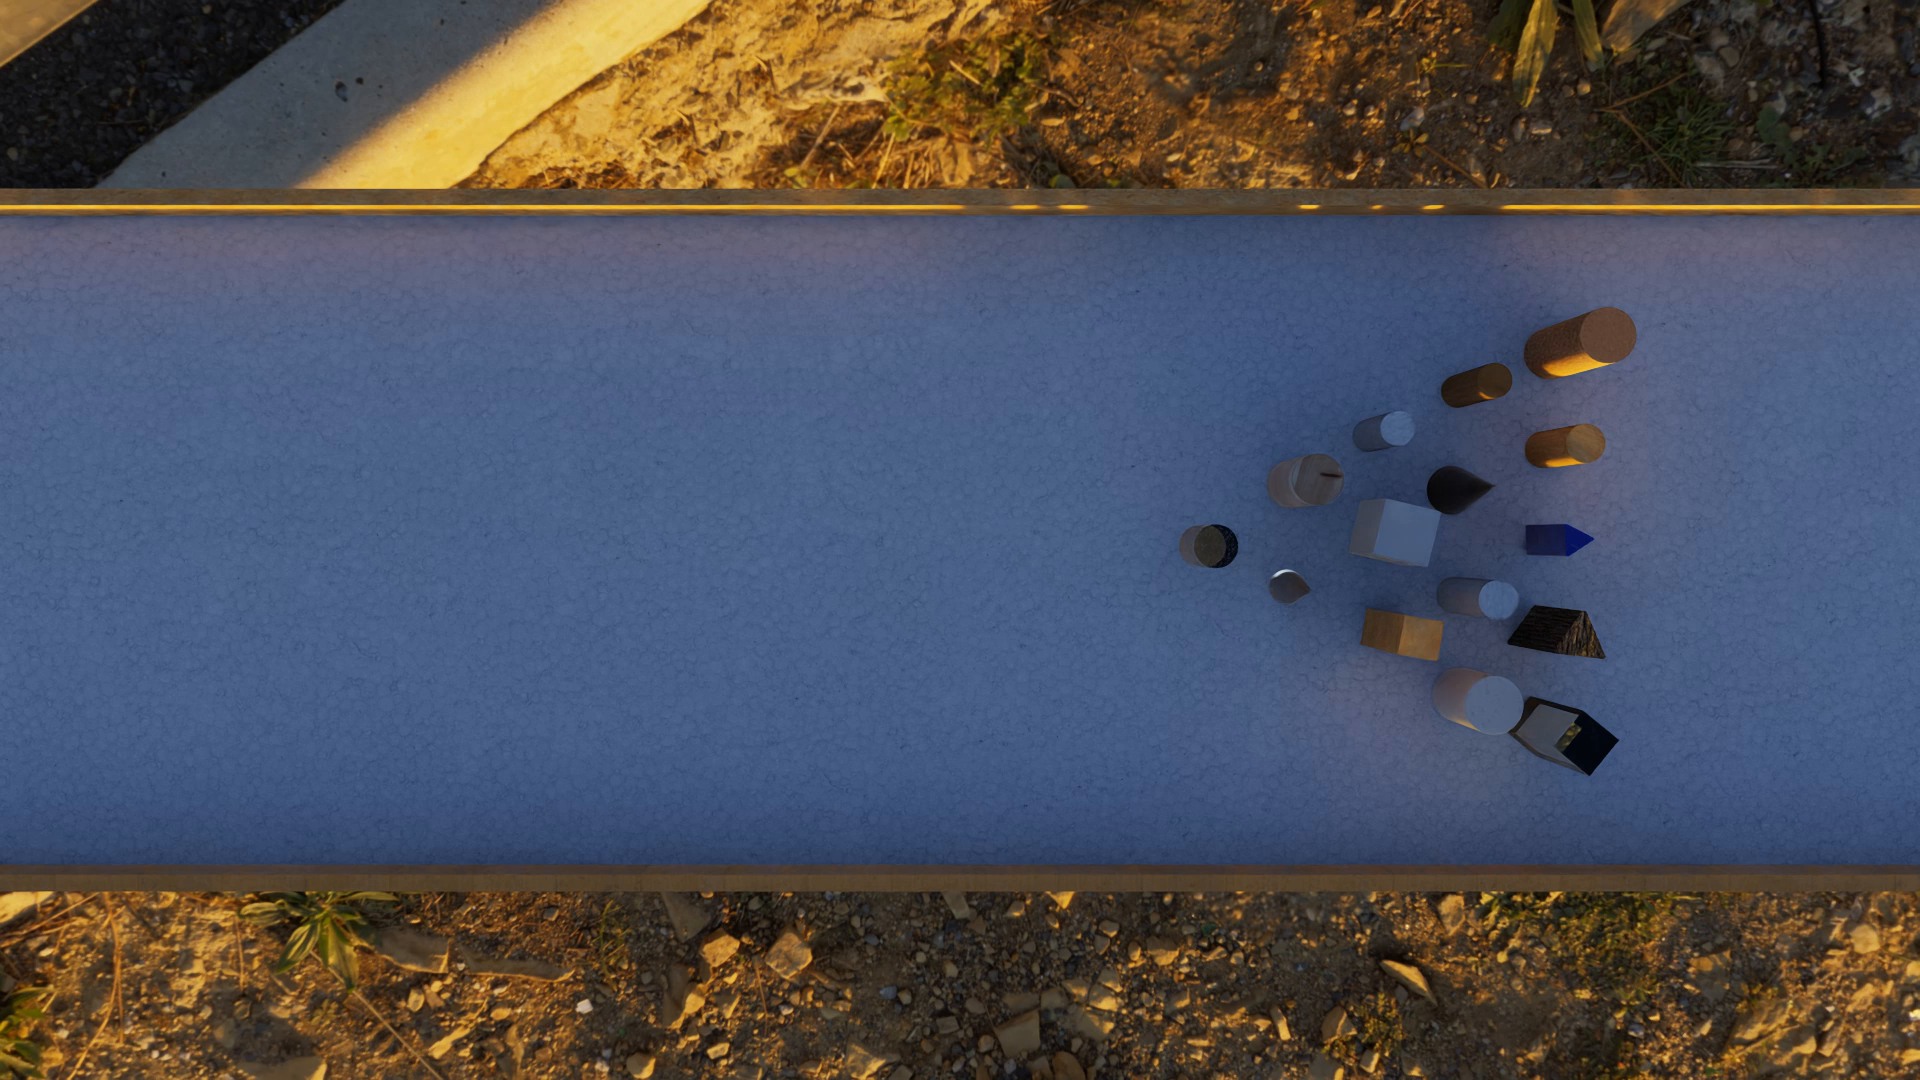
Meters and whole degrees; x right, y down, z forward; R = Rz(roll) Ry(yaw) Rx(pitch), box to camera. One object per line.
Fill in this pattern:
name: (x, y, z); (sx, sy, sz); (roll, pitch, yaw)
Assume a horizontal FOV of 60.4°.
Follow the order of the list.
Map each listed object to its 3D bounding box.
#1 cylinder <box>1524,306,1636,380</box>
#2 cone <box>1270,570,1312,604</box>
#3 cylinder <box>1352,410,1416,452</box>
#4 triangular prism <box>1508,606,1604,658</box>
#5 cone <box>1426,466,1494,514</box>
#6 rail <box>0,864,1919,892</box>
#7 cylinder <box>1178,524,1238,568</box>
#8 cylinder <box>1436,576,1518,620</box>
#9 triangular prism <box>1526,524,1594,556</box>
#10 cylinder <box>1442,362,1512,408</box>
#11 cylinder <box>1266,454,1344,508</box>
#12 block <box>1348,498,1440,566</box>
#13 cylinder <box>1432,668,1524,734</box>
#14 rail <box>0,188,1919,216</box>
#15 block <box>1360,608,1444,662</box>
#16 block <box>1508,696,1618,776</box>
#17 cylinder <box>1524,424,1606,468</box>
cylinder: (1.815, -0.574, 4.847); (0.159, 0.460, 0.159); (0, 90, 0)
cone: (1.006, 0.145, 4.896); (0.109, 0.361, 0.109); (0, 90, 0)
cylinder: (1.258, -0.321, 4.909); (0.101, 0.336, 0.101); (0, 90, 0)
triangular prism: (1.765, 0.263, 4.878); (0.147, 0.397, 0.127); (7, 90, 0)
cone: (1.512, -0.153, 4.866); (0.150, 0.421, 0.150); (0, 90, 0)
rail: (-2.247, 1.025, 5.001); (12.000, 0.150, 0.050); (0, 90, 0)
cylinder: (0.738, 0.018, 4.914); (0.128, 0.325, 0.128); (0, 90, 0)
cylinder: (1.522, 0.169, 4.870); (0.112, 0.413, 0.112); (0, 90, 0)
triangular prism: (1.765, -0.012, 4.911); (0.092, 0.331, 0.080); (-33, 90, 0)
cylinder: (1.531, -0.457, 4.899); (0.101, 0.355, 0.101); (0, 90, 0)
cylinder: (1.017, -0.172, 4.880); (0.148, 0.393, 0.148); (0, 90, 0)
block: (1.293, -0.022, 4.924); (0.164, 0.306, 0.164); (14, 90, 0)
cylinder: (1.538, 0.476, 4.913); (0.170, 0.327, 0.170); (0, 90, 0)
rail: (-2.247, -1.025, 5.002); (12.000, 0.150, 0.050); (0, 90, 0)
block: (1.298, 0.276, 4.859); (0.113, 0.434, 0.113); (10, 90, 0)
block: (1.765, 0.573, 4.862); (0.132, 0.429, 0.132); (39, 90, 0)
cylinder: (1.795, -0.278, 4.904); (0.114, 0.346, 0.114); (0, 90, 0)
